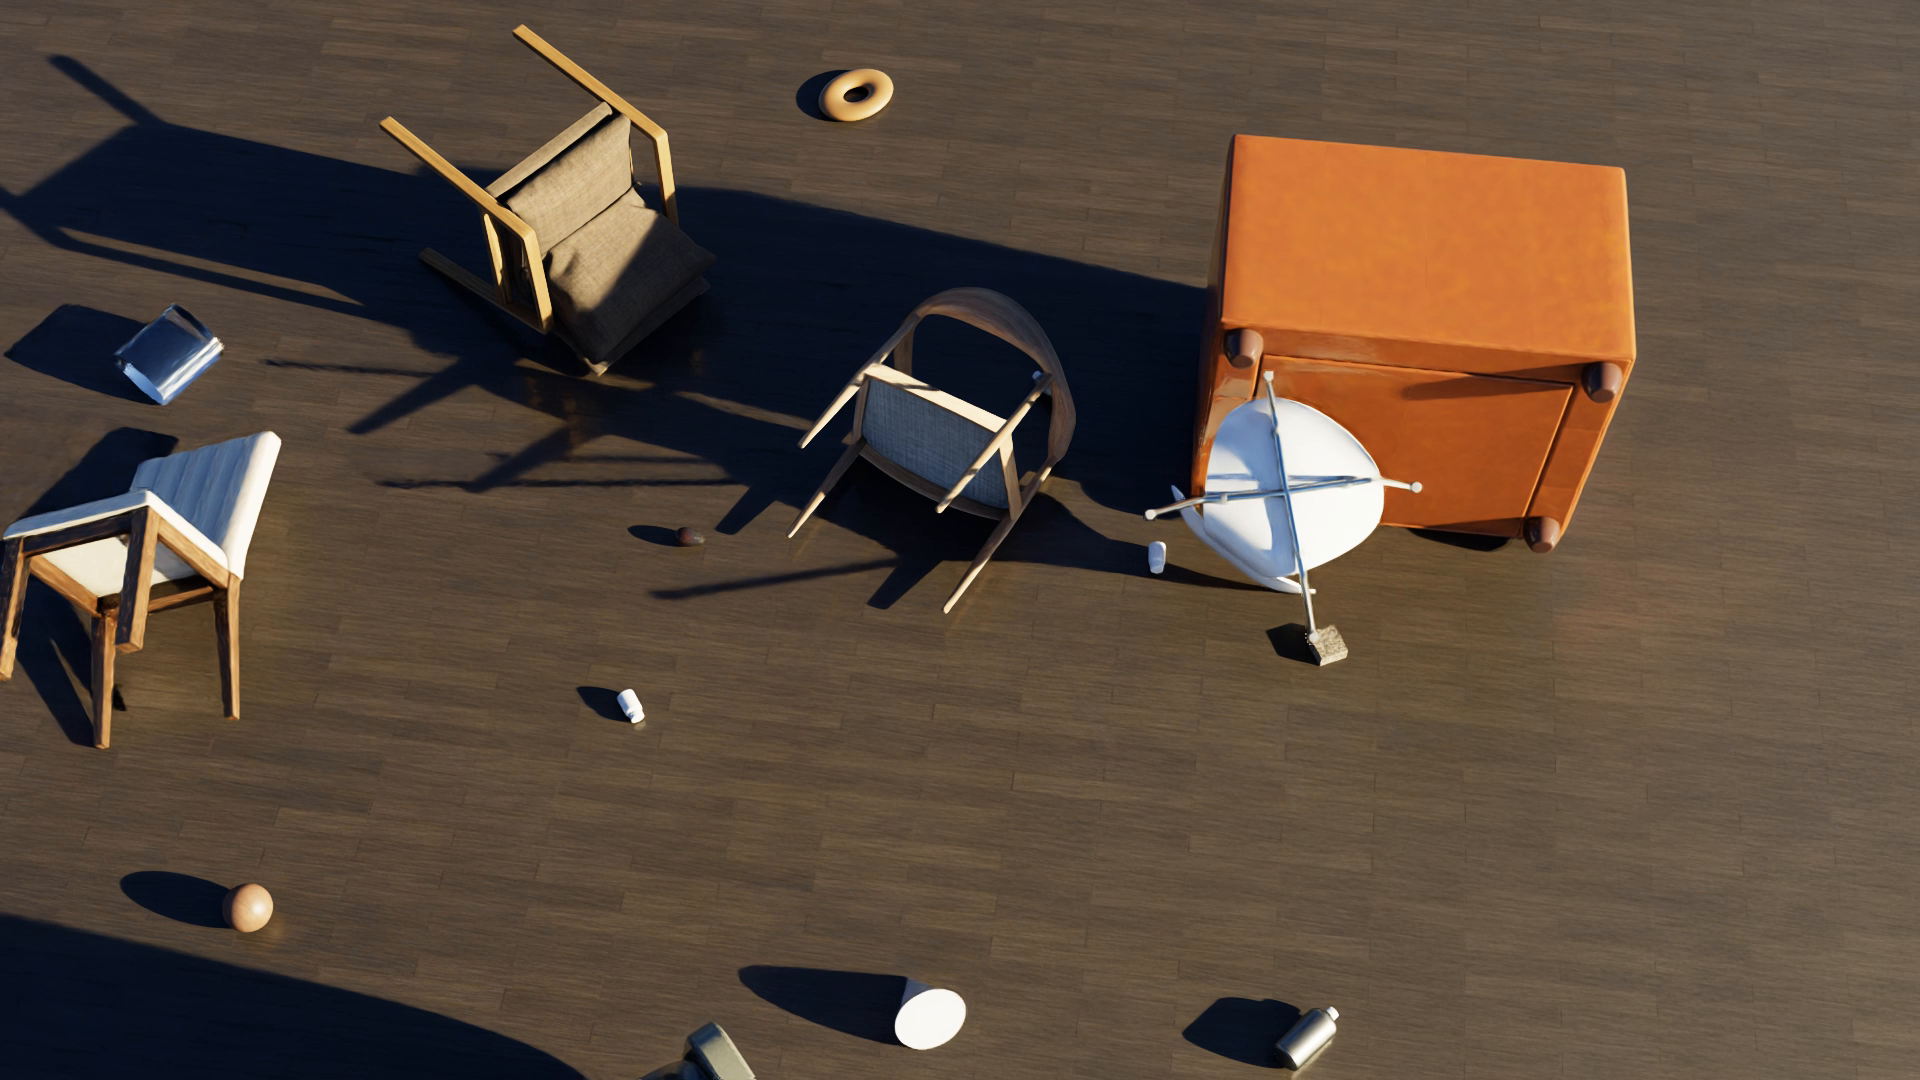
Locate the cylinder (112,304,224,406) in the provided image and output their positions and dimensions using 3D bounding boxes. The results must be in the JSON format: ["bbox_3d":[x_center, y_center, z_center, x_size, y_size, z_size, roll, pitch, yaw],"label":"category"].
[{"bbox_3d":[-2.471,-0.580,6.870,0.223,0.135,0.248,43,63,-4],"label":"cylinder"}]

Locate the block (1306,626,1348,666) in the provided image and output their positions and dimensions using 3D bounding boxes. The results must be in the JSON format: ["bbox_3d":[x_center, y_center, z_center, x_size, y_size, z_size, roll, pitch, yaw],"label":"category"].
[{"bbox_3d":[1.059,0.304,6.345,0.083,0.041,0.091,-17,58,-11],"label":"block"}]

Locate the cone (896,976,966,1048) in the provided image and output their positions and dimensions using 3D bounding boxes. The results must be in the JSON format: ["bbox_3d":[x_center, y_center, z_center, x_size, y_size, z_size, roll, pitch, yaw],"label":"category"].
[{"bbox_3d":[-0.106,1.191,5.724,0.192,0.186,0.184,-1,26,-21],"label":"cone"}]

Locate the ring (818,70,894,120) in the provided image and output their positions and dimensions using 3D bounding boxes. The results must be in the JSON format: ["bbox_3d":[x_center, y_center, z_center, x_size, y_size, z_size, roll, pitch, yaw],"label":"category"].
[{"bbox_3d":[-0.359,-1.535,7.581,0.281,0.039,0.217,-34,63,-20],"label":"ring"}]
